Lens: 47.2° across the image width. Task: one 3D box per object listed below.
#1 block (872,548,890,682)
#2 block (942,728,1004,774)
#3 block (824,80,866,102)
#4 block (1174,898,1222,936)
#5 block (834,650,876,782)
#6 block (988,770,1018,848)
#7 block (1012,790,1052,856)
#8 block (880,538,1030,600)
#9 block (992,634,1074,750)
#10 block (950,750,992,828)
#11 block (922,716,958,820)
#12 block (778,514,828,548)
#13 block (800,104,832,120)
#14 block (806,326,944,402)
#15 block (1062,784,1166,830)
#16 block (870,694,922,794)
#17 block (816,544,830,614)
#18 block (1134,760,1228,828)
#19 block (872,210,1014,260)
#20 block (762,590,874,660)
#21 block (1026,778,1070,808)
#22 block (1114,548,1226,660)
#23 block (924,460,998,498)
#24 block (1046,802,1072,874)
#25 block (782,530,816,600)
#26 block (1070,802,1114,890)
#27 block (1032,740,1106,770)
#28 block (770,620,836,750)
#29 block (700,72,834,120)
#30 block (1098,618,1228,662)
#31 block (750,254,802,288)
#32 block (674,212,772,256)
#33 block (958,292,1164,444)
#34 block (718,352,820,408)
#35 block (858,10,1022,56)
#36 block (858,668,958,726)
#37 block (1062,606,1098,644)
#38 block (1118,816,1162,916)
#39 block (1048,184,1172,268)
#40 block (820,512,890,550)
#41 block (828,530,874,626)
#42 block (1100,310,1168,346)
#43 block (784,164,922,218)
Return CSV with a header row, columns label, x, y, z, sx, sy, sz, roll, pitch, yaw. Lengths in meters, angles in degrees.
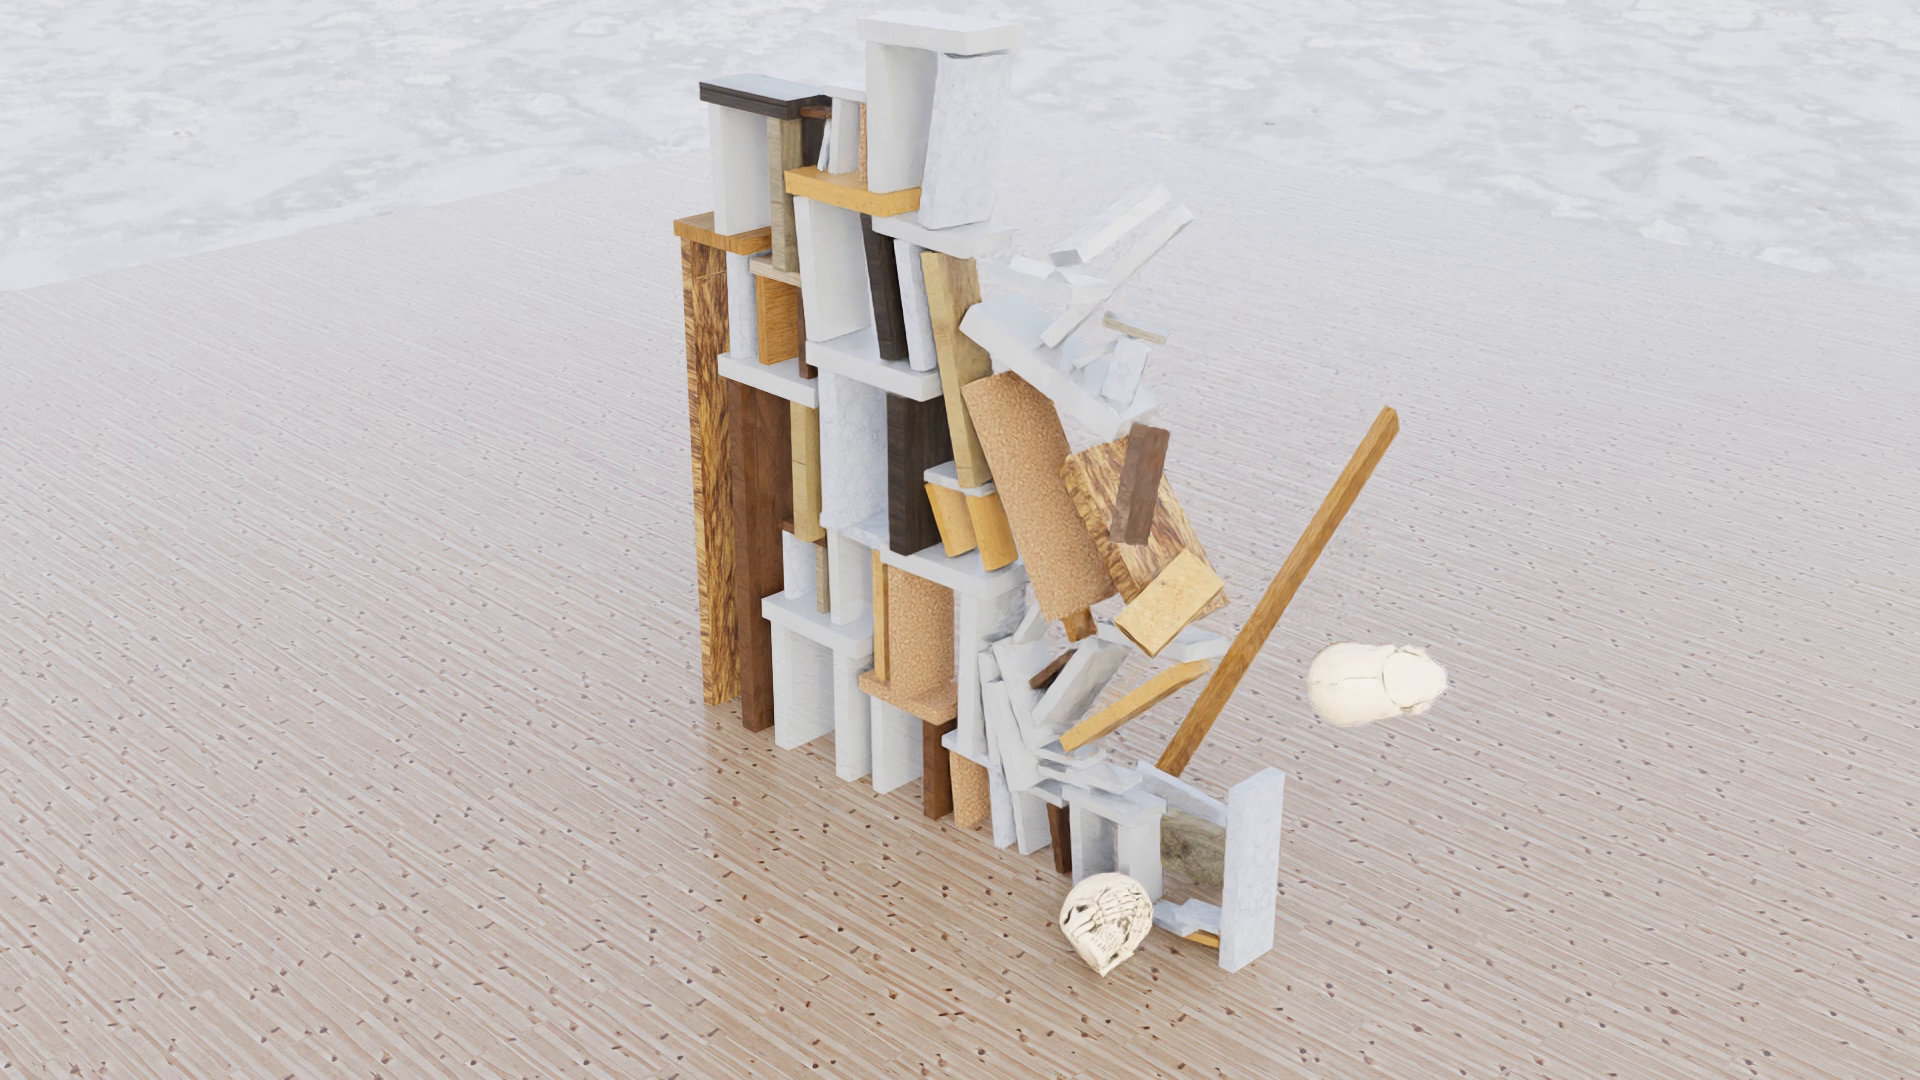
label,x,y,z,sx,sy,sz,roll,pitch,yaw
block,-0.126,0.136,4.416,0.029,0.282,0.103,21,31,41
block,0.051,0.410,4.339,0.082,0.023,0.165,-21,31,-40
block,-0.176,-0.829,4.077,0.142,0.020,0.071,18,26,34
block,0.457,0.690,4.009,0.117,0.017,0.059,14,28,33
block,-0.192,0.344,4.577,0.041,0.293,0.146,21,31,41
block,0.100,0.516,4.333,0.082,0.165,0.023,-21,25,-40
block,0.140,0.536,4.309,0.072,0.145,0.021,-20,17,-42
block,-0.005,0.040,4.230,0.282,0.040,0.141,19,30,40
block,0.140,0.281,4.181,0.107,0.214,0.030,-18,-1,-42
block,0.022,0.485,4.404,0.082,0.165,0.023,-21,25,-40
block,-0.023,0.441,4.432,0.032,0.226,0.113,21,31,41
block,-0.298,-0.024,4.546,0.076,0.022,0.152,-21,31,-40
block,-0.251,-0.807,4.150,0.097,0.014,0.049,18,26,41
block,-0.129,-0.342,4.204,0.319,0.045,0.160,21,31,40
block,0.286,0.485,4.115,0.090,0.025,0.180,-21,29,-40
block,-0.130,0.400,4.529,0.032,0.226,0.113,21,31,40
block,-0.262,0.070,4.546,0.076,0.152,0.022,-21,31,-40
block,0.421,0.529,4.253,0.230,0.115,0.033,28,24,1
block,-0.033,-0.564,3.993,0.122,0.035,0.245,-20,31,-39
block,-0.261,0.163,4.575,0.146,0.041,0.293,-21,31,-41
block,0.167,0.471,4.249,0.145,0.021,0.072,22,30,40
block,0.366,0.111,3.835,0.092,0.026,0.184,42,76,16
block,0.010,-0.116,4.152,0.146,0.021,0.073,18,29,41
block,0.208,0.563,4.246,0.021,0.145,0.072,5,19,44
block,-0.334,0.042,4.612,0.076,0.152,0.022,-21,31,-41
block,0.252,0.568,4.190,0.090,0.180,0.026,-22,26,-40
block,0.207,0.402,4.175,0.130,0.018,0.065,13,27,42
block,-0.330,0.290,4.704,0.041,0.292,0.146,21,31,41
block,-0.372,-0.863,4.271,0.261,0.037,0.130,21,31,40
block,0.366,0.177,3.980,0.109,0.031,0.219,-9,15,-41
block,-0.320,-0.533,4.346,0.185,0.026,0.093,21,31,40
block,-0.470,-0.624,4.464,0.110,0.031,0.220,-21,31,-41
block,0.185,-0.317,3.999,0.355,0.050,0.178,38,30,15
block,-0.338,-0.338,4.448,0.148,0.042,0.295,-21,31,-41
block,-0.038,-0.892,3.857,0.273,0.039,0.136,19,29,41
block,-0.085,0.304,4.425,0.226,0.032,0.113,21,31,40
block,0.209,0.121,4.089,0.018,0.130,0.065,-20,-1,42
block,0.337,0.601,4.113,0.025,0.180,0.090,16,27,43
block,0.261,-0.547,3.833,0.211,0.030,0.105,-38,17,-19
block,-0.175,-0.028,4.404,0.103,0.029,0.206,-21,31,-40
block,-0.219,0.062,4.494,0.103,0.206,0.029,-21,30,-40
block,0.310,-0.375,3.887,0.116,0.016,0.058,19,21,4
block,-0.185,-0.660,4.122,0.140,0.040,0.280,-20,29,-39
